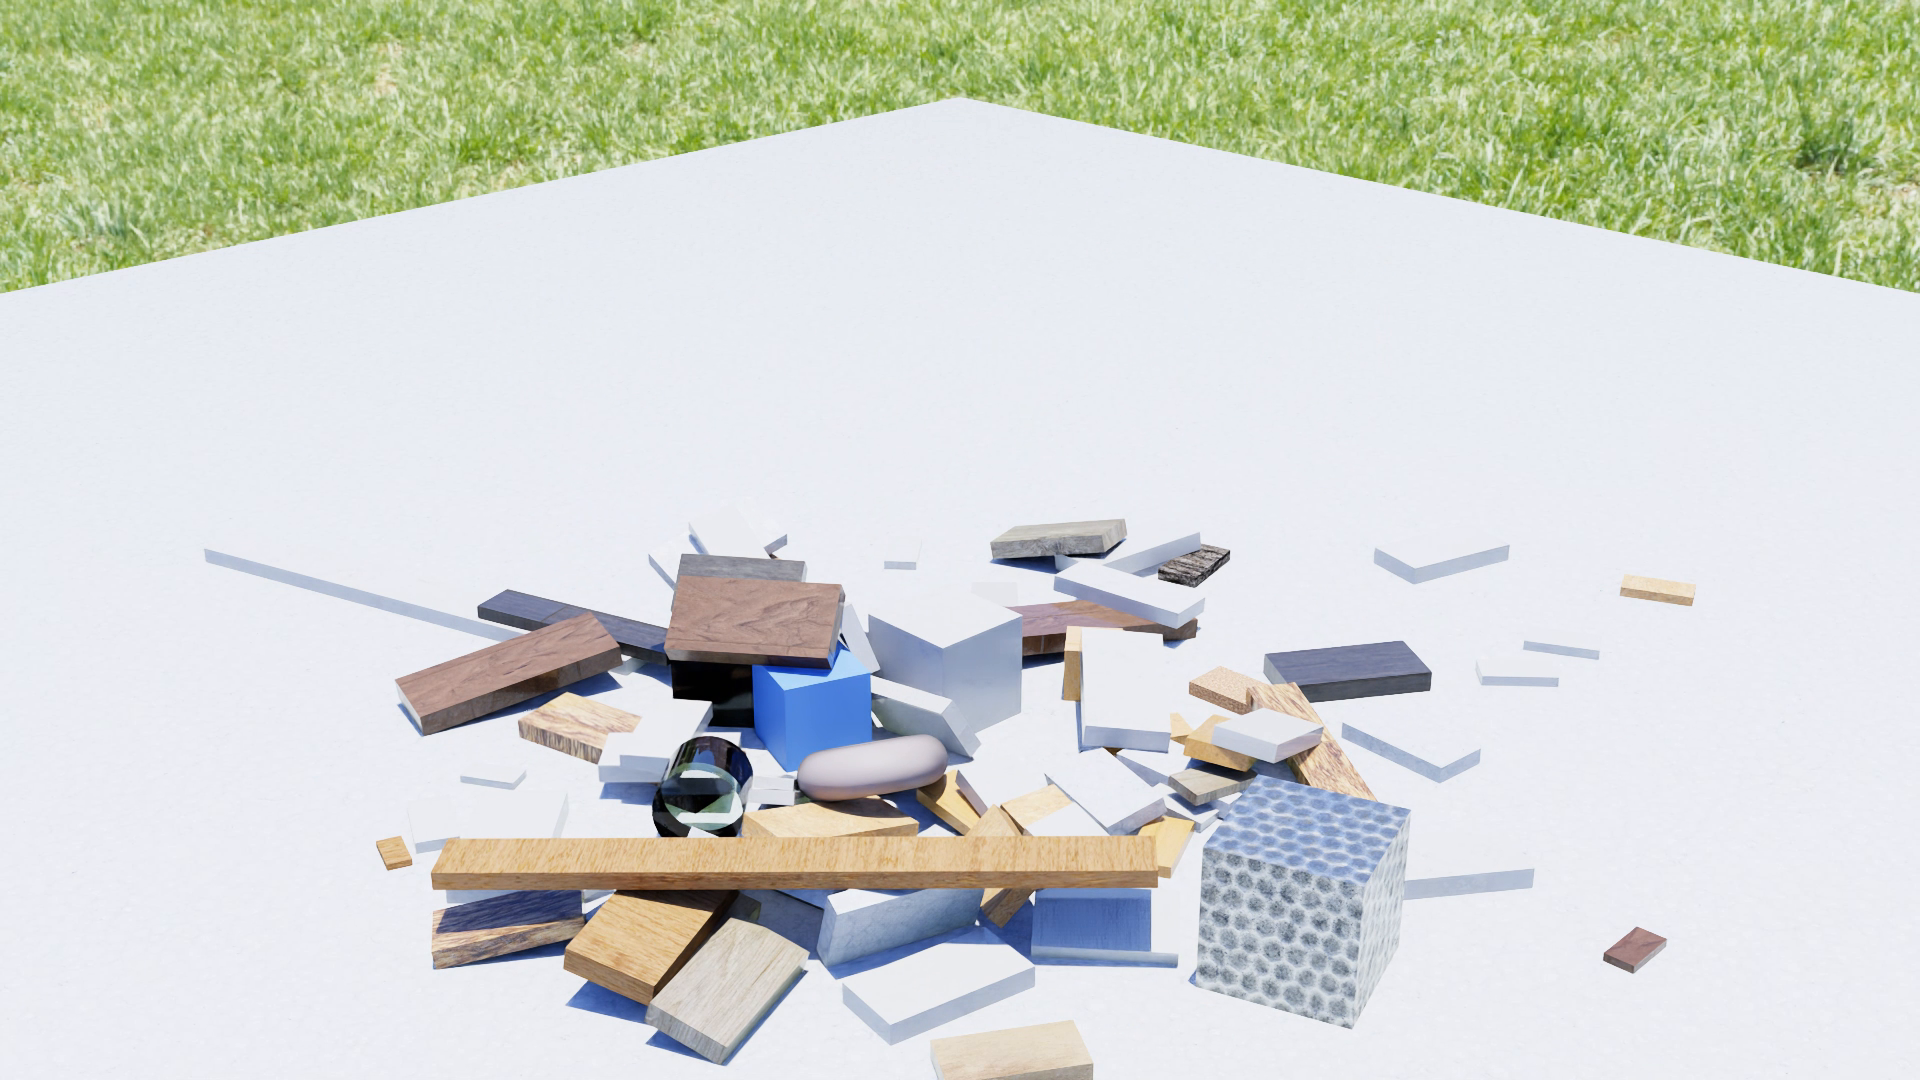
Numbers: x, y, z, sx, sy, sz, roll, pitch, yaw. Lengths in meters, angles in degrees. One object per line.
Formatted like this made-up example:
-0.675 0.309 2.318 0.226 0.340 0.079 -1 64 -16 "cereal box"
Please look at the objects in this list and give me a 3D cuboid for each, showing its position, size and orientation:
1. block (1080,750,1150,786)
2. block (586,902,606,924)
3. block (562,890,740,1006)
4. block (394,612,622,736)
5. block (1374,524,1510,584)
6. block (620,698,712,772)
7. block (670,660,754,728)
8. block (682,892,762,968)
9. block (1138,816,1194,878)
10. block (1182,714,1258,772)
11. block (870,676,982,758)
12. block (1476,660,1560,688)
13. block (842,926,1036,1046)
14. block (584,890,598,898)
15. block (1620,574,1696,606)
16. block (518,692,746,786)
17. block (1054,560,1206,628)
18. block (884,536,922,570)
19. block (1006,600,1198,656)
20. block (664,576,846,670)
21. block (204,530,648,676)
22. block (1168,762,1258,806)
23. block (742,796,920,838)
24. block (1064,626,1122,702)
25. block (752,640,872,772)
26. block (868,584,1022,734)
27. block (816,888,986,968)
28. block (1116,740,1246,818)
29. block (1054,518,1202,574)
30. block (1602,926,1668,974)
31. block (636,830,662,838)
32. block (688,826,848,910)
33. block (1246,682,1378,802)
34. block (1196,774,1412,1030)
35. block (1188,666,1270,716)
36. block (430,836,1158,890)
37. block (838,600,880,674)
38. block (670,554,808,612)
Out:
0.348 0.480 4.603 0.212 0.020 0.071 7 24 16 "block"
-0.561 0.680 4.108 0.137 0.039 0.274 15 27 32 "block"
-0.543 0.679 3.921 0.172 0.049 0.345 20 31 13 "block"
-1.005 0.295 4.908 0.466 0.050 0.178 -20 34 -24 "block"
1.232 0.035 5.622 0.312 0.044 0.156 -12 26 -27 "block"
-0.606 0.403 4.552 0.125 0.035 0.249 3 24 9 "block"
-0.504 0.260 4.859 0.226 0.226 0.226 2 23 4 "block"
-0.493 0.719 3.961 0.137 0.039 0.300 22 32 16 "block"
0.392 0.600 4.314 0.092 0.026 0.184 8 24 18 "block"
0.559 0.419 4.566 0.133 0.038 0.266 14 10 17 "block"
-0.089 0.371 4.657 0.276 0.138 0.039 12 54 47 "block"
1.270 0.303 5.015 0.172 0.024 0.086 1 23 2 "block"
-0.036 0.781 3.865 0.306 0.043 0.153 -15 27 -32 "block"
-0.719 0.655 4.160 0.121 0.017 0.061 -29 34 -27 "block"
1.726 0.124 5.437 0.172 0.024 0.086 9 25 20 "block"
-0.700 0.435 4.679 0.504 0.044 0.155 14 28 31 "block"
0.404 0.128 5.262 0.337 0.039 0.138 17 24 29 "block"
-0.145 0.033 5.653 0.081 0.023 0.163 2 23 4 "block"
0.309 0.197 5.184 0.478 0.048 0.169 -4 23 -23 "block"
-0.434 0.174 4.669 0.356 0.050 0.178 3 60 11 "block"
-1.312 0.142 5.375 1.338 0.039 0.138 12 26 27 "block"
0.516 0.488 4.459 0.173 0.024 0.086 -12 31 -35 "block"
-0.252 0.563 4.294 0.311 0.044 0.155 -4 18 -38 "block"
0.300 0.279 4.942 0.125 0.125 0.125 2 23 5 "block"
-0.316 0.349 4.691 0.194 0.194 0.194 -10 25 -23 "block"
-0.032 0.271 4.819 0.237 0.237 0.237 -20 30 -39 "block"
-0.102 0.670 3.980 0.306 0.153 0.043 -12 47 -26 "block"
0.469 0.483 4.531 0.269 0.038 0.133 22 29 30 "block"
0.428 0.026 5.594 0.338 0.048 0.169 -18 22 -30 "block"
1.224 0.743 3.987 0.061 0.017 0.121 21 31 40 "block"
-0.638 0.615 4.280 0.173 0.024 0.086 -14 27 -30 "block"
-0.333 0.628 4.088 0.345 0.049 0.172 16 -13 32 "block"
0.742 0.454 4.604 0.113 0.032 0.548 -5 27 -12 "block"
0.609 0.635 3.898 0.286 0.286 0.286 11 25 24 "block"
0.634 0.347 4.902 0.225 0.032 0.112 21 31 40 "block"
-0.295 0.580 3.954 1.294 0.035 0.125 -1 21 3 "block"
-0.281 0.201 4.914 0.044 0.156 0.441 -25 10 -13 "block"
-0.479 0.107 4.776 0.276 0.039 0.138 4 63 8 "block"
